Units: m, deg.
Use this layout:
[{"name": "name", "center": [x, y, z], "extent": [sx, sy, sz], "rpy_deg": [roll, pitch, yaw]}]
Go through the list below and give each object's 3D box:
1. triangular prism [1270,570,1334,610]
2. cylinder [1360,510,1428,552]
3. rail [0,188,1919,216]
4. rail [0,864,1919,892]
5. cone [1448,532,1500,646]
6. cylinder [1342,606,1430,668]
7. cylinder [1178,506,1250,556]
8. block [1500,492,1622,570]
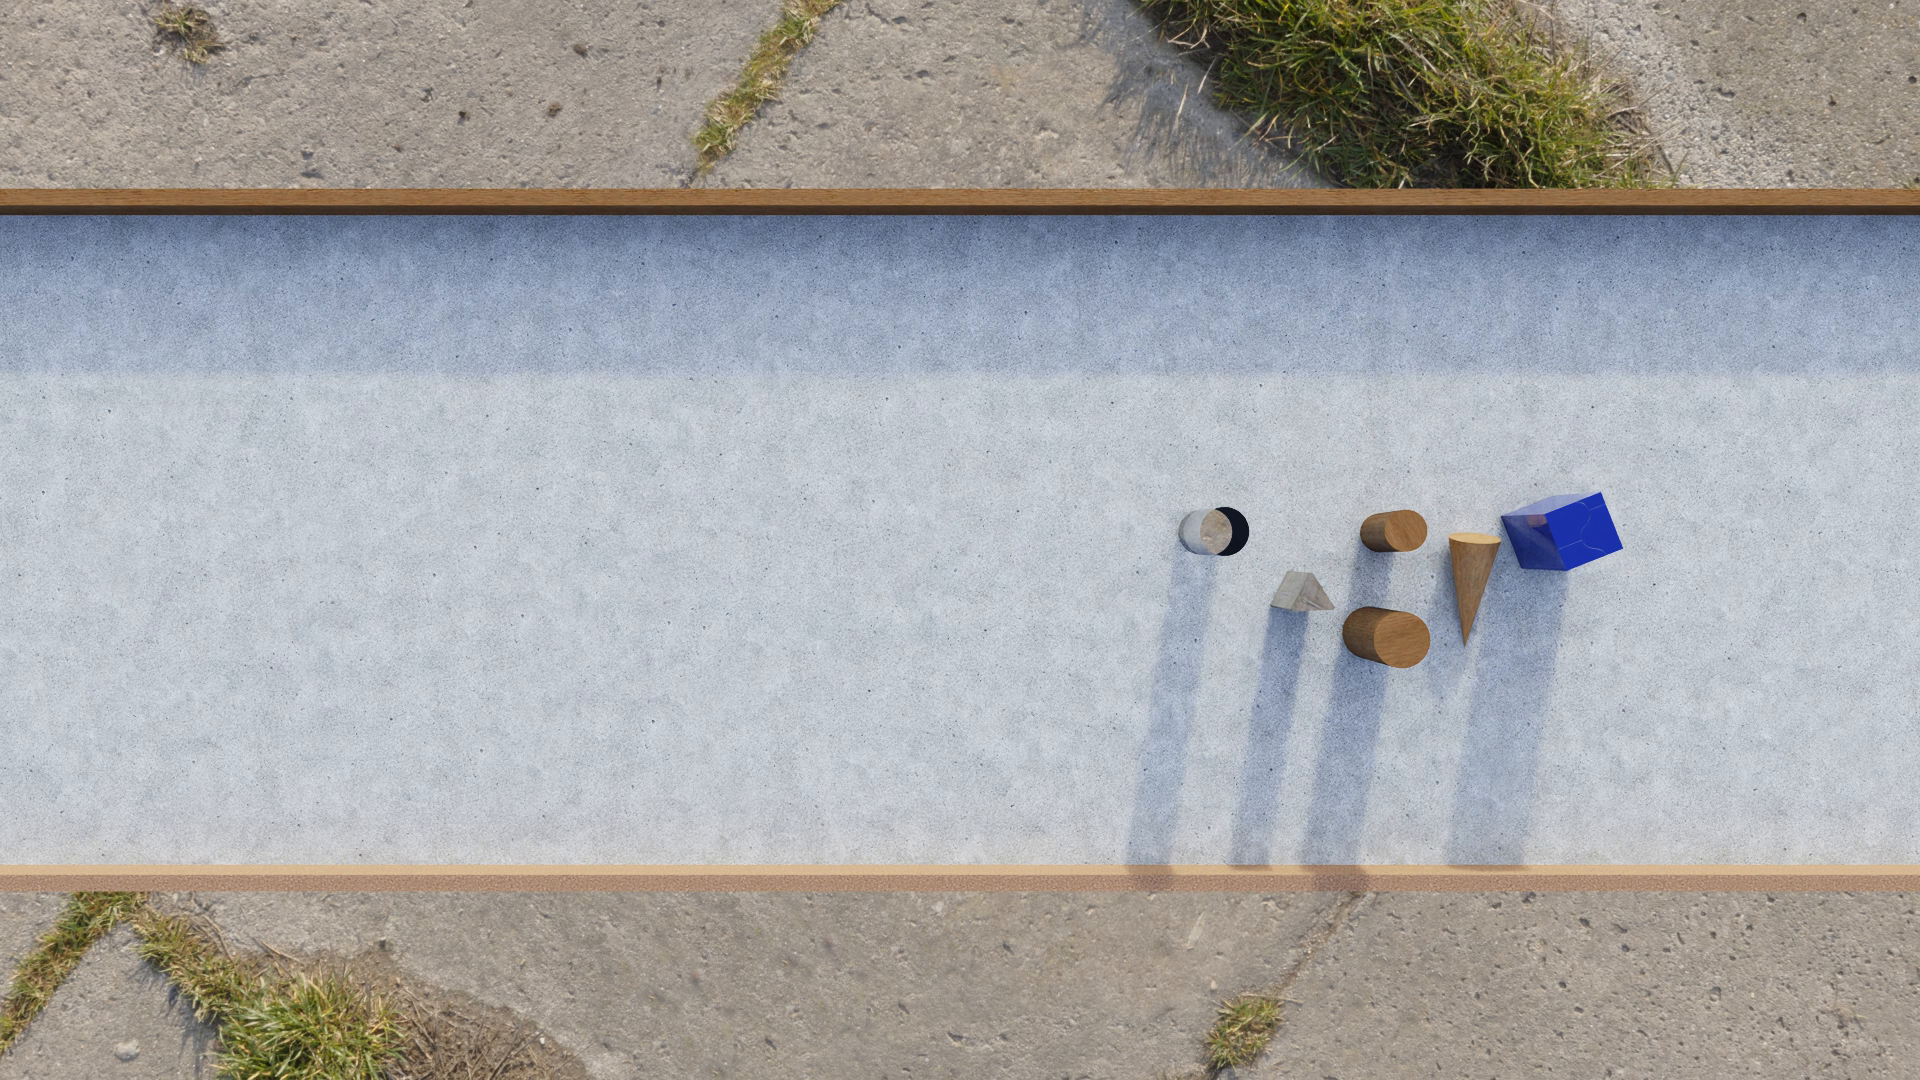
[{"name": "triangular prism", "center": [1.014, 0.147, 4.911], "extent": [0.123, 0.330, 0.106], "rpy_deg": [-3, 90, 0]}, {"name": "cylinder", "center": [1.276, -0.024, 4.866], "extent": [0.120, 0.413, 0.120], "rpy_deg": [0, 89, 4]}, {"name": "rail", "center": [-2.247, -1.025, 5.002], "extent": [12.000, 0.150, 0.050], "rpy_deg": [0, 90, 0]}, {"name": "rail", "center": [-2.247, 1.025, 5.001], "extent": [12.000, 0.150, 0.050], "rpy_deg": [0, 90, 0]}, {"name": "cone", "center": [1.556, 0.165, 5.039], "extent": [0.154, 0.154, 0.349], "rpy_deg": [1, 103, 0]}, {"name": "cylinder", "center": [1.258, 0.285, 4.885], "extent": [0.162, 0.383, 0.162], "rpy_deg": [0, 90, 0]}, {"name": "cylinder", "center": [0.741, -0.024, 4.848], "extent": [0.138, 0.458, 0.138], "rpy_deg": [0, 90, 0]}, {"name": "block", "center": [1.777, -0.024, 4.887], "extent": [0.174, 0.379, 0.174], "rpy_deg": [-21, 90, 0]}]
